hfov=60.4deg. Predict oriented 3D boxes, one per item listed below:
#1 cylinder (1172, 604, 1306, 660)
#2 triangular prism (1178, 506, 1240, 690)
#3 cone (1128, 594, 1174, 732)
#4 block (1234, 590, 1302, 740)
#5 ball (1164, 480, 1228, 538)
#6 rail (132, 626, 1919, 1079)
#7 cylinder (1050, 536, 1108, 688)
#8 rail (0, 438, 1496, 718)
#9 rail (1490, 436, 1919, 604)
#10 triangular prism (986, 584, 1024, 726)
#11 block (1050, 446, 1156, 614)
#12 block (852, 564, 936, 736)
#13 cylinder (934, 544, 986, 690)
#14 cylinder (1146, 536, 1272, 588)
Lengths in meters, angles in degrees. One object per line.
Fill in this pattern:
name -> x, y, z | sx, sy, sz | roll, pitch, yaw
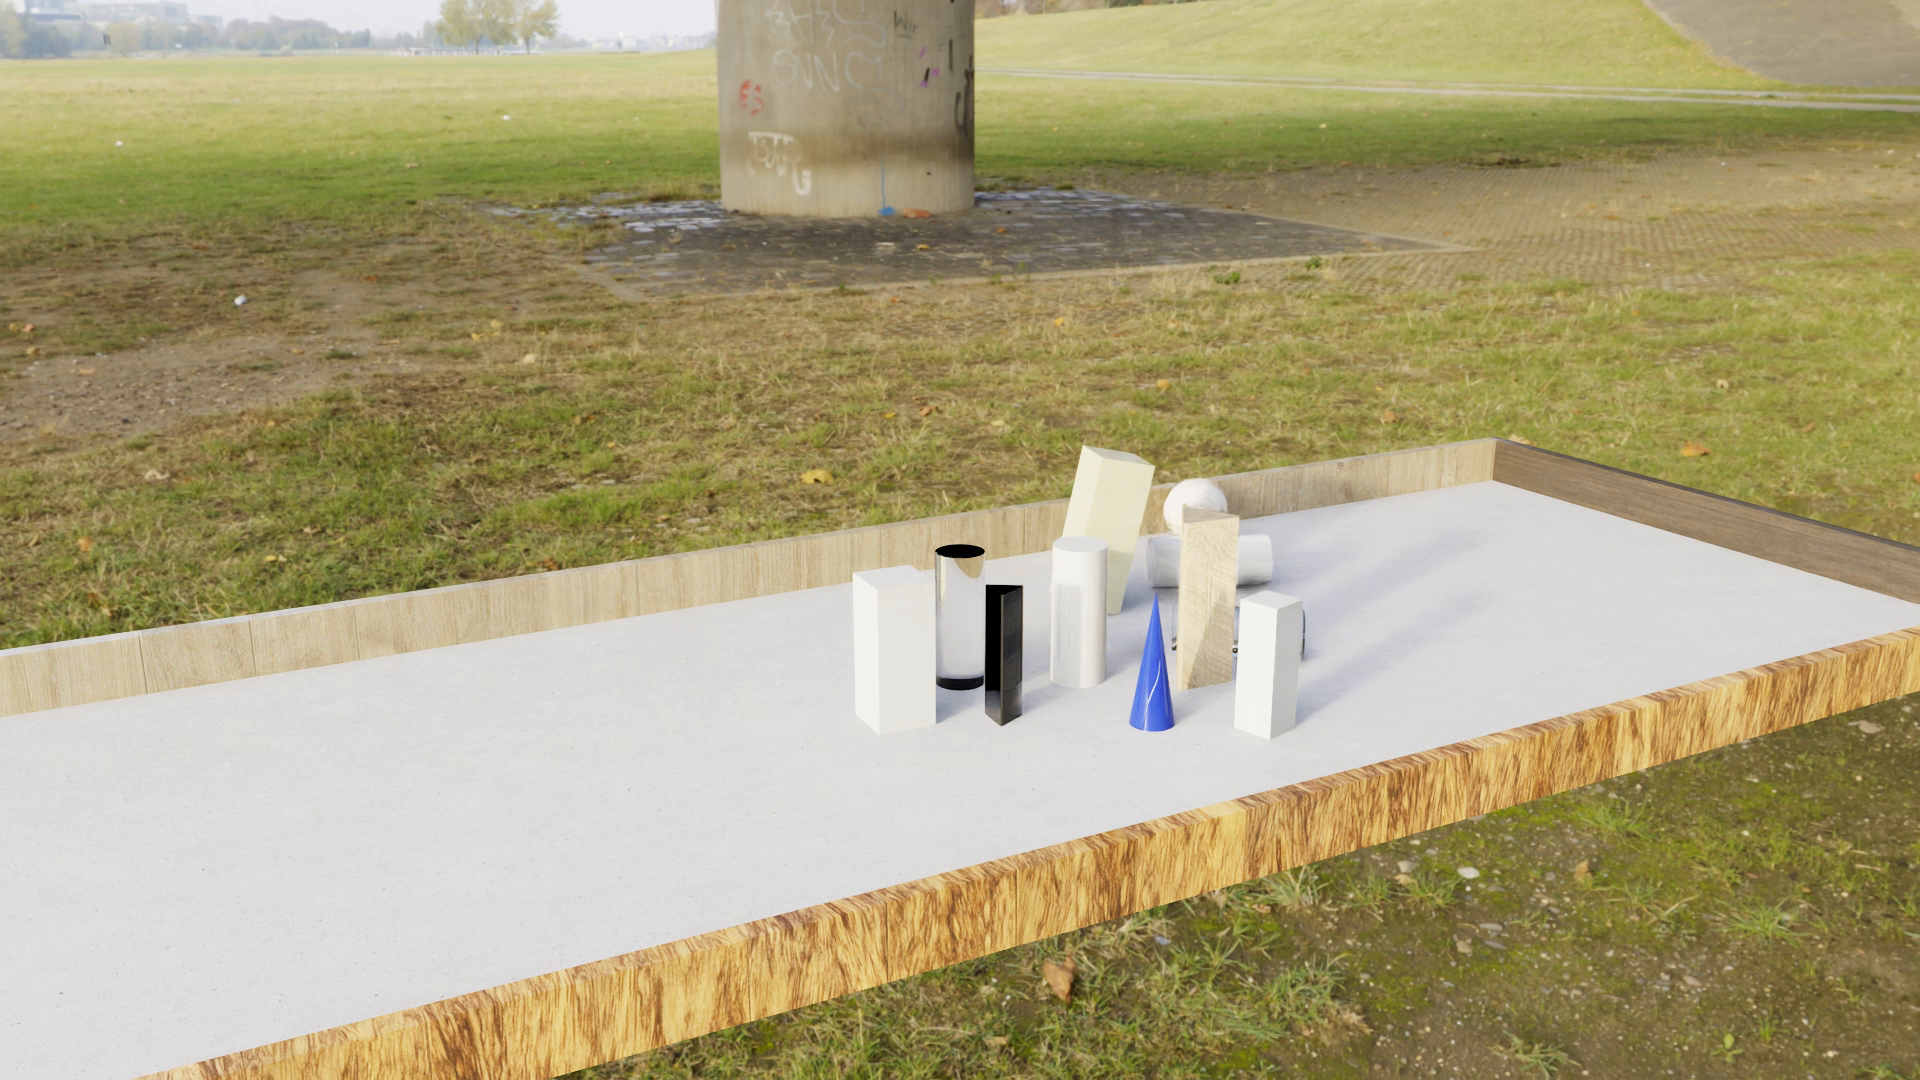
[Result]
cylinder -> 0.725, 0.240, 4.306 | 0.337, 0.131, 0.131 | 2, 17, 8
triangular prism -> 0.585, 0.140, 4.115 | 0.153, 0.430, 0.133 | -7, 18, -23
cone -> 0.452, 0.273, 3.843 | 0.108, 0.329, 0.108 | 0, 16, 0
block -> 0.713, 0.287, 3.816 | 0.100, 0.316, 0.100 | -15, 22, -42
ball -> 0.759, -0.092, 5.304 | 0.206, 0.206, 0.206 | 0, 16, 0
rail -> -2.336, 1.006, 1.665 | 12.000, 0.150, 0.050 | -9, 18, -27
cylinder -> 0.298, 0.179, 4.120 | 0.140, 0.353, 0.140 | 0, 16, 0
rail -> -3.305, 0.497, 3.399 | 12.000, 0.150, 0.050 | -9, 18, -27
rail -> 2.466, -0.048, 5.253 | 0.050, 0.150, 2.100 | -9, 18, -27
triangular prism -> 0.091, 0.265, 3.878 | 0.075, 0.324, 0.087 | 11, 20, 34
block -> 0.397, -0.028, 4.640 | 0.158, 0.433, 0.158 | 8, 13, -18
block -> -0.153, 0.255, 3.859 | 0.144, 0.354, 0.144 | -8, 18, -25
cylinder -> 0.000, 0.192, 4.096 | 0.123, 0.342, 0.123 | 0, 16, 0
cylinder -> 0.736, 0.063, 4.880 | 0.346, 0.146, 0.146 | -1, 16, -4
